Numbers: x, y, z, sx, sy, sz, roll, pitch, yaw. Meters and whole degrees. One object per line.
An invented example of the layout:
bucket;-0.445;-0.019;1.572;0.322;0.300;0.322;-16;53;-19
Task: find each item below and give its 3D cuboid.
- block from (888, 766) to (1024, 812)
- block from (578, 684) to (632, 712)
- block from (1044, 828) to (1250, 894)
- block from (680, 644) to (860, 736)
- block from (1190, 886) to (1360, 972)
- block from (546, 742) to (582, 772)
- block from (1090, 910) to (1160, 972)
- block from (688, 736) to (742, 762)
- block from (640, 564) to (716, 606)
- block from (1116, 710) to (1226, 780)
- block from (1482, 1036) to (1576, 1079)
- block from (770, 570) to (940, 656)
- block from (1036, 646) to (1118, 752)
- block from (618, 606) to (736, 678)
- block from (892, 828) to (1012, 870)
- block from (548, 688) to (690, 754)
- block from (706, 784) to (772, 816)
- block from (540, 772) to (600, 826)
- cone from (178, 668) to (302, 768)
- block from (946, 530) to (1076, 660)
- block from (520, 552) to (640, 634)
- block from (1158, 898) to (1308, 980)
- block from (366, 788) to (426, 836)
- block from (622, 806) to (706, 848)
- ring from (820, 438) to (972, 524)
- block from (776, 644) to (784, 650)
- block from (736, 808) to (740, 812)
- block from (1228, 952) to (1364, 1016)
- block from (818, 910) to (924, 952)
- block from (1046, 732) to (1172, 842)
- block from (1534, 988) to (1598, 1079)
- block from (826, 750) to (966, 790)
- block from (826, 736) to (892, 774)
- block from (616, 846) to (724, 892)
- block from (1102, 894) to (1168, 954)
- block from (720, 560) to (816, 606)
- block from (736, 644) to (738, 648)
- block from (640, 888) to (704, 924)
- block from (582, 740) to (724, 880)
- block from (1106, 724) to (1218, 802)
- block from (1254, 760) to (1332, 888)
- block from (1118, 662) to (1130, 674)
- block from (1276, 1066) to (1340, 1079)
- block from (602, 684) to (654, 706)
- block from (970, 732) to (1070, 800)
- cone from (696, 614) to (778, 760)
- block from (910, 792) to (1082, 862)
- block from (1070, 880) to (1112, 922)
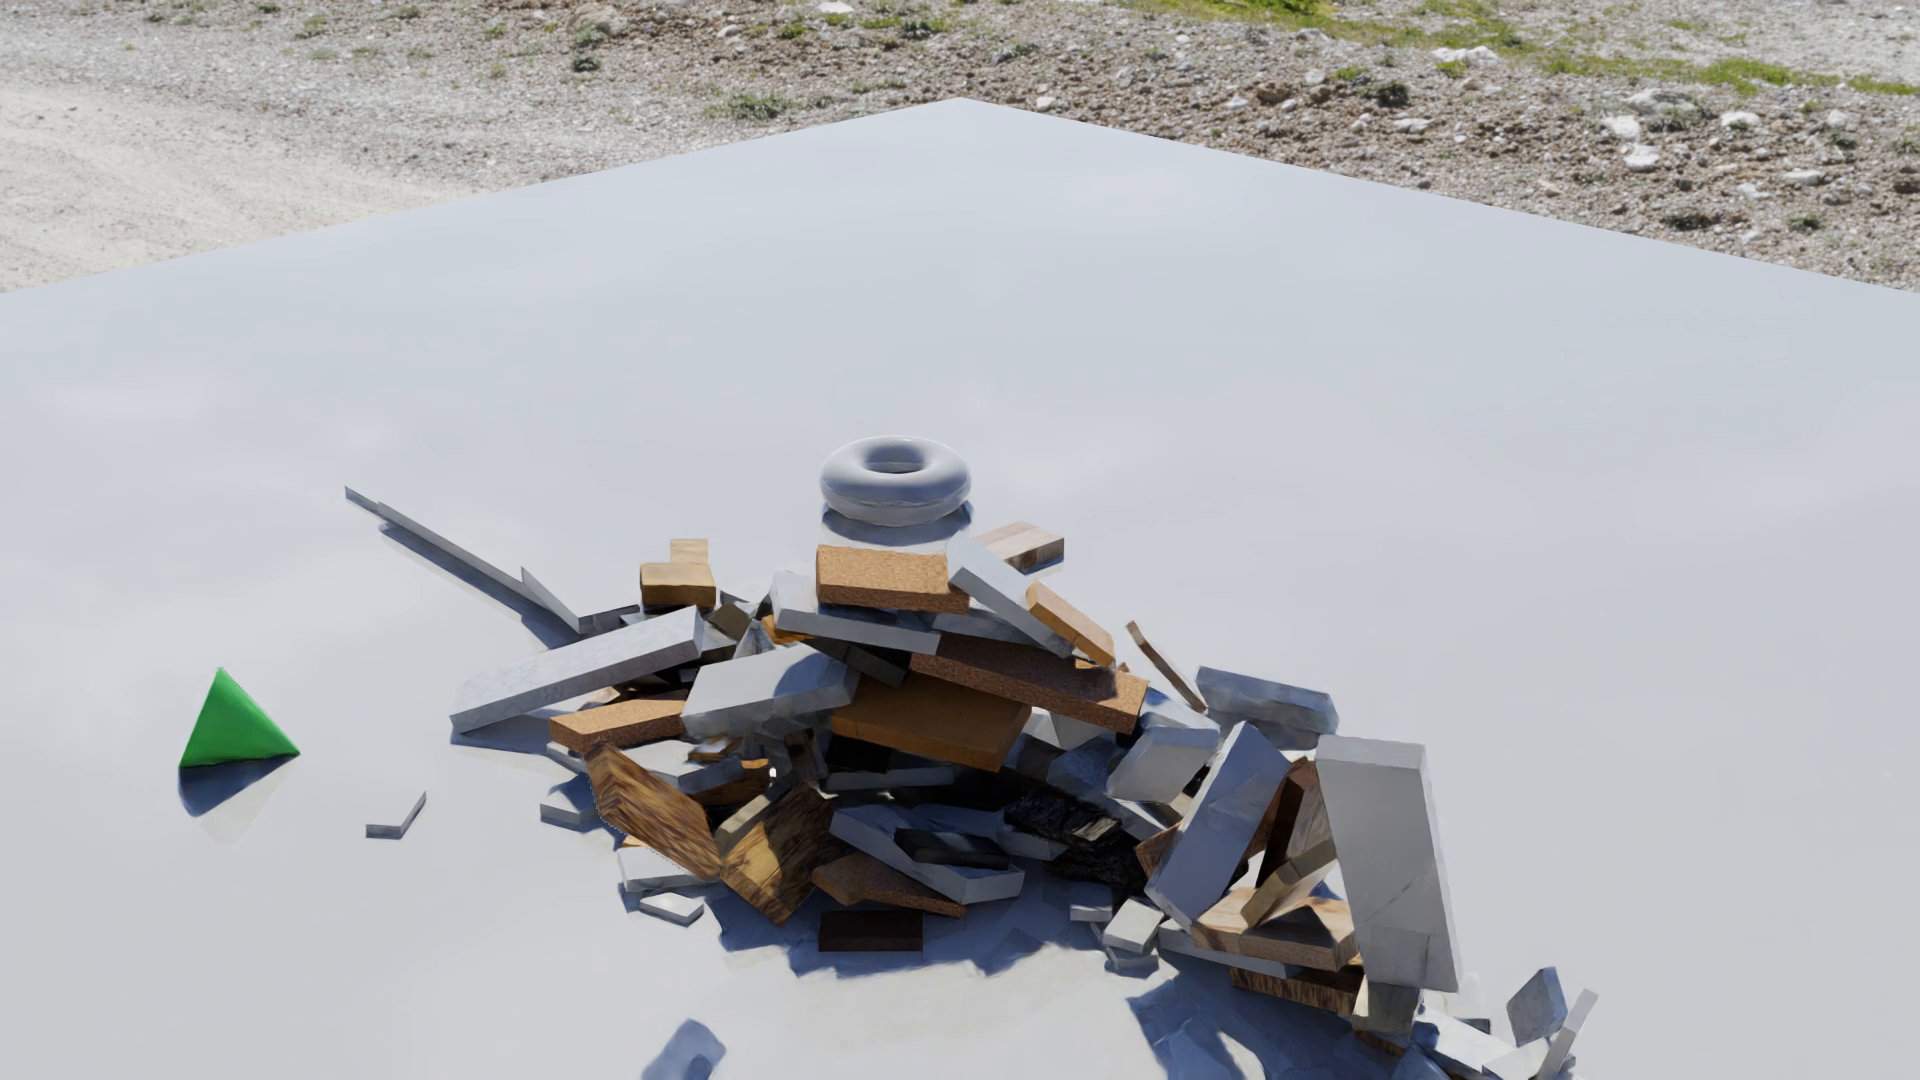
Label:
block;0.000;0.487;4.417;0.268;0.038;0.134;3;20;38
block;-0.781;0.360;4.886;0.073;0.021;0.147;8;24;19
block;0.354;0.610;4.198;0.350;0.050;0.175;8;20;33
block;-0.374;0.291;4.428;0.353;0.050;0.176;-13;29;17
block;0.566;0.672;3.816;0.305;0.043;0.153;0;21;46
block;-0.802;0.454;4.664;0.147;0.021;0.073;20;30;39
block;0.299;0.729;4.014;0.077;0.022;0.155;-6;24;-15
block;-0.492;0.419;4.428;0.064;0.018;0.128;0;10;16
block;-0.678;0.105;5.265;0.168;0.048;0.336;1;8;-10
block;0.431;0.401;4.243;0.235;0.033;0.117;20;27;32
block;0.918;0.848;3.547;0.137;0.019;0.068;-15;24;-28
block;-0.206;0.141;4.294;0.318;0.045;0.159;10;24;-15
block;0.260;0.332;4.542;0.174;0.348;0.049;16;51;34
block;-0.638;0.224;4.963;0.161;0.046;0.322;-10;19;-26
block;-0.015;0.580;4.128;0.199;0.028;0.099;10;11;-28
block;-0.678;0.380;4.610;0.321;0.046;0.161;-11;15;-34
block;-0.447;0.525;4.477;0.134;0.019;0.067;-19;13;-38
block;-0.761;0.518;4.504;0.097;0.028;0.194;11;25;24
cone;-1.502;0.414;4.655;0.224;0.224;0.224;23;18;-17
block;0.100;0.107;4.322;0.291;0.041;0.145;35;22;-20
block;-0.911;0.124;5.257;0.152;0.043;0.358;-14;27;-29
block;0.517;0.709;3.932;0.153;0.043;0.305;-19;14;-37
block;-1.139;0.548;4.443;0.073;0.021;0.147;3;23;6
block;-0.588;0.573;4.375;0.097;0.028;0.194;6;24;14
ring;-0.175;-0.164;5.972;0.417;0.139;0.417;1;24;0
block;-0.387;0.226;4.994;0.190;0.027;0.095;-10;37;0
block;-0.402;0.562;4.417;0.054;0.015;0.109;-13;26;-29
block;0.634;0.755;3.828;0.153;0.043;0.305;-20;15;-38
block;-0.163;0.717;4.036;0.190;0.027;0.095;0;23;-1
block;0.357;0.498;4.216;0.350;0.050;0.175;29;32;30
block;0.947;0.788;3.449;0.025;0.177;0.089;29;47;20
block;-0.126;0.457;4.457;0.268;0.038;0.134;-5;16;17
block;-0.202;0.429;4.384;0.122;0.017;0.061;9;40;6
block;-0.551;0.623;4.215;0.194;0.028;0.097;-3;31;-19
block;0.323;0.702;4.019;0.077;0.022;0.155;13;23;20
block;-0.457;0.119;5.435;0.126;0.036;0.251;20;30;38
block;-0.515;0.280;5.068;0.182;0.026;0.091;18;29;36
block;-0.540;0.686;4.124;0.109;0.015;0.054;12;26;27
block;-0.526;0.466;3.781;0.041;0.291;0.145;-36;47;10
block;0.358;0.399;3.909;0.123;0.247;0.035;5;60;-14
block;0.644;0.531;4.104;0.152;0.304;0.043;-25;49;-35
block;0.293;0.327;4.828;0.161;0.023;0.081;-35;-1;34
block;0.598;0.923;3.550;0.095;0.027;0.191;-9;25;-20
block;-0.700;0.386;4.764;0.152;0.043;0.303;10;20;23
block;0.120;0.437;4.367;0.268;0.038;0.134;22;29;31
cone;-0.435;0.286;4.729;0.280;0.280;0.280;0;23;0
block;0.083;0.548;4.317;0.350;0.050;0.175;3;20;38
block;0.244;0.674;4.103;0.077;0.022;0.155;1;11;3
